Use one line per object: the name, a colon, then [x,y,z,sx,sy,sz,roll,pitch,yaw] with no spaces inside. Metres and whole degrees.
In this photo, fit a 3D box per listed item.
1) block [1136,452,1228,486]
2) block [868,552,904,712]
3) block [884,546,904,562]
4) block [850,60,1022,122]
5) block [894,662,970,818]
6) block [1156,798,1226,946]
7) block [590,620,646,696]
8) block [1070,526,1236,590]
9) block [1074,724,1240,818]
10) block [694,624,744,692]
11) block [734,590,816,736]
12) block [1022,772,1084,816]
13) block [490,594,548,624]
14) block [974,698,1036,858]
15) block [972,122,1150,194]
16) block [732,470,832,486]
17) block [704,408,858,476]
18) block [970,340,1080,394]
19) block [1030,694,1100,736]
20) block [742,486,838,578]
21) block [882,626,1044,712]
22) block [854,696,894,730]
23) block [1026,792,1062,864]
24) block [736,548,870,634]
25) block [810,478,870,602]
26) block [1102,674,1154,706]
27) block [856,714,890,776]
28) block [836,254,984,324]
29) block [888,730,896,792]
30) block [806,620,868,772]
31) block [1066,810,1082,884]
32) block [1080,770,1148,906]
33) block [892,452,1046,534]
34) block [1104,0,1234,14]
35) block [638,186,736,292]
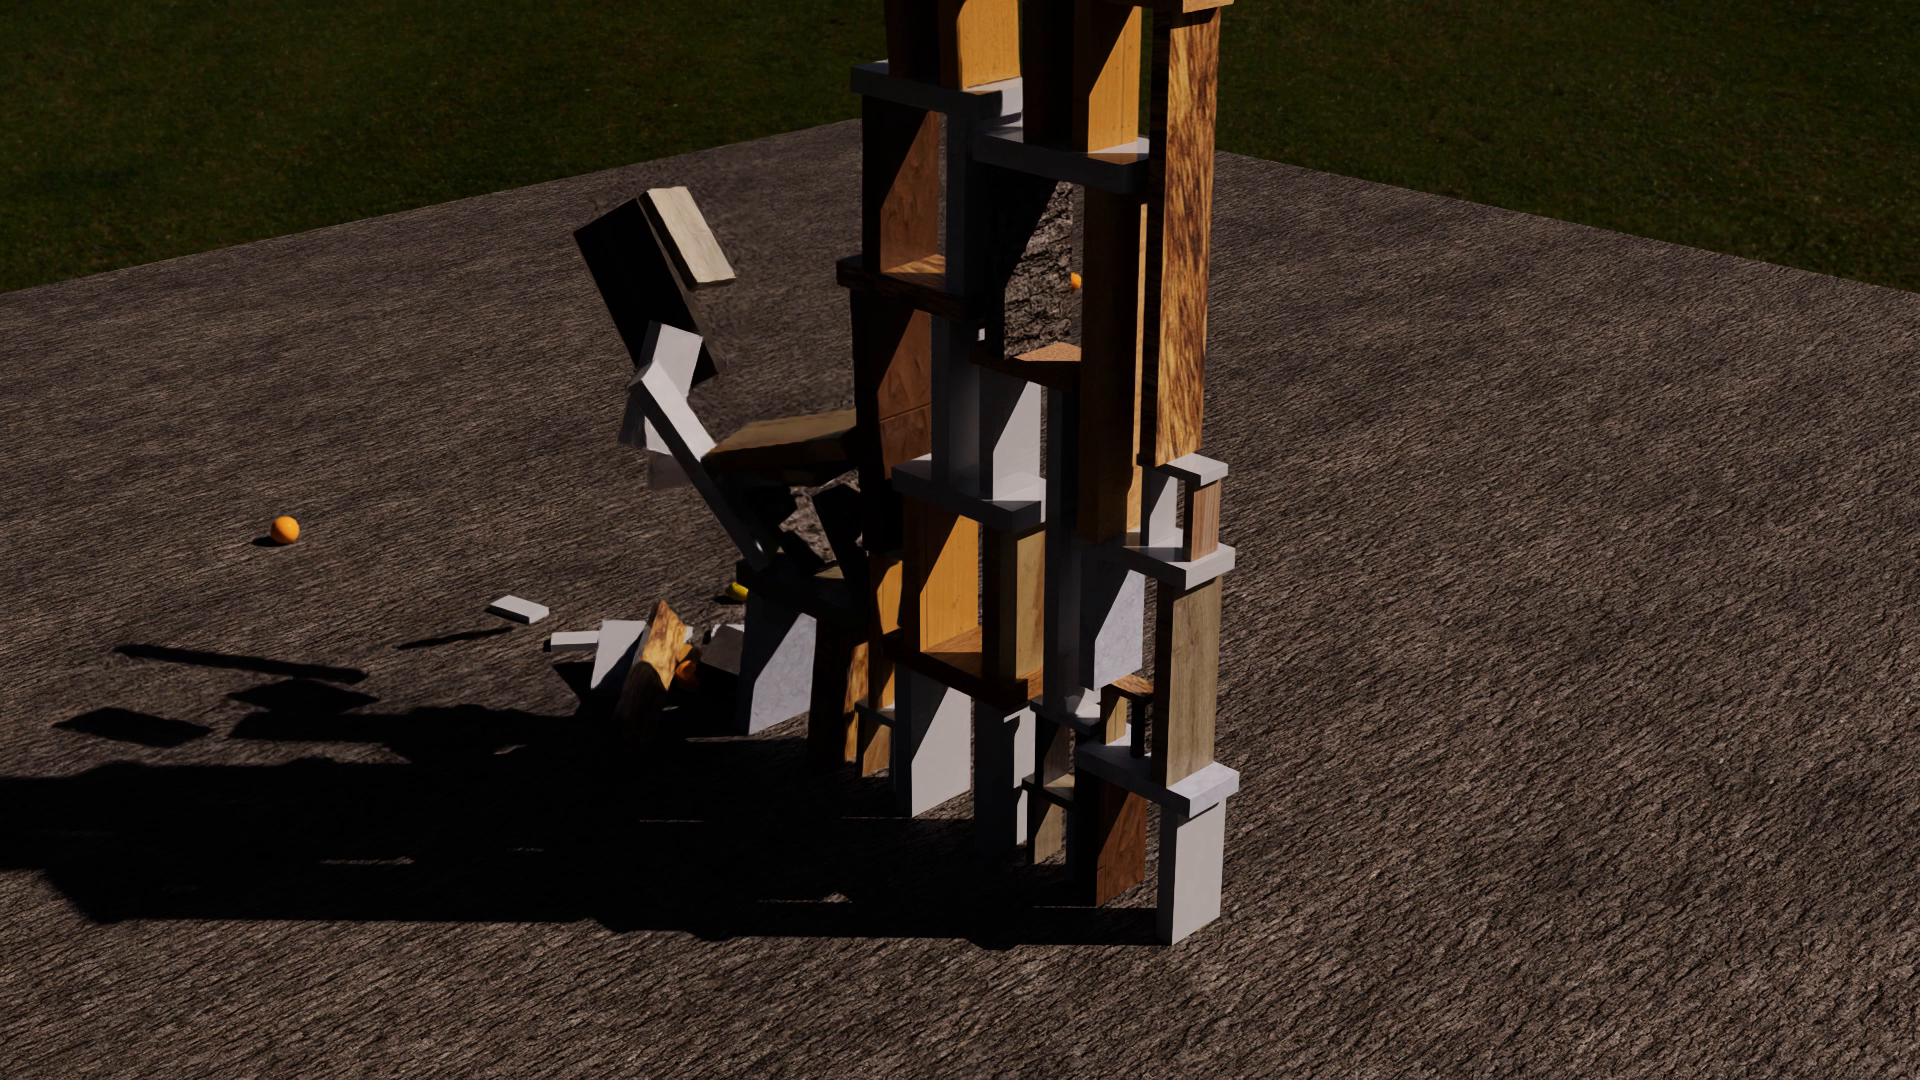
block: [0.379,-0.129,3.757,0.072,0.020,0.143,-21,31,-40]
block: [-0.150,0.172,4.458,0.021,0.364,0.075,23,32,39]
block: [-0.112,0.011,4.345,0.149,0.021,0.075,21,31,40]
block: [-0.027,-0.806,3.910,0.320,0.045,0.160,22,31,39]
block: [-0.054,0.377,4.444,0.047,0.334,0.167,21,31,41]
block: [0.422,0.589,4.018,0.039,0.277,0.139,21,31,41]
block: [-0.774,0.267,4.983,0.096,0.027,0.192,1,52,4]
block: [0.337,0.014,3.862,0.132,0.037,0.265,-21,31,-40]
block: [0.357,0.417,4.017,0.139,0.039,0.277,-21,31,-41]
block: [-0.510,0.269,4.978,0.131,0.037,0.261,21,17,-1]
block: [-0.387,0.238,4.743,0.176,0.353,0.050,-20,42,-39]
block: [0.200,0.479,4.211,0.153,0.022,0.076,21,31,40]
block: [-1.070,0.168,5.341,0.131,0.019,0.066,15,27,31]
block: [0.103,0.439,4.299,0.047,0.334,0.167,21,31,41]
block: [0.202,-0.653,3.722,0.171,0.049,0.343,-21,31,-40]
block: [-0.347,-0.151,4.561,0.228,0.032,0.114,0,26,29]
block: [-0.330,-0.202,4.464,0.345,0.049,0.172,-5,22,33]
block: [0.150,-0.319,3.920,0.125,0.035,0.250,-21,31,-40]
block: [0.213,0.323,4.138,0.151,0.021,0.076,21,31,40]
block: [-0.344,-0.031,4.584,0.114,0.032,0.228,-23,68,-46]
block: [0.024,0.233,4.297,0.334,0.047,0.167,21,31,41]
block: [-0.141,0.354,4.523,0.146,0.021,0.073,21,31,40]
block: [0.164,0.546,4.279,0.077,0.153,0.022,-21,31,-41]
block: [-0.283,0.092,4.567,0.353,0.050,0.176,21,31,40]
block: [-0.208,-0.002,4.454,0.114,0.228,0.032,-23,1,-43]
block: [0.310,0.267,4.010,0.057,0.016,0.113,-21,31,-40]
block: [-0.182,0.416,4.591,0.021,0.146,0.073,27,35,37]
block: [-0.056,-0.478,4.074,0.328,0.047,0.164,22,31,39]
block: [-0.111,0.442,4.529,0.021,0.146,0.073,27,35,37]
block: [-0.229,0.299,4.600,0.050,0.353,0.176,29,36,36]
block: [0.237,0.574,4.212,0.022,0.153,0.077,21,31,40]
block: [0.291,0.538,4.139,0.039,0.277,0.139,21,31,41]
block: [0.038,-0.097,4.139,0.319,0.045,0.159,21,31,41]
block: [0.301,-0.883,3.517,0.249,0.035,0.125,21,31,41]
block: [-0.540,-0.597,4.353,0.031,0.219,0.109,-37,-13,38]
